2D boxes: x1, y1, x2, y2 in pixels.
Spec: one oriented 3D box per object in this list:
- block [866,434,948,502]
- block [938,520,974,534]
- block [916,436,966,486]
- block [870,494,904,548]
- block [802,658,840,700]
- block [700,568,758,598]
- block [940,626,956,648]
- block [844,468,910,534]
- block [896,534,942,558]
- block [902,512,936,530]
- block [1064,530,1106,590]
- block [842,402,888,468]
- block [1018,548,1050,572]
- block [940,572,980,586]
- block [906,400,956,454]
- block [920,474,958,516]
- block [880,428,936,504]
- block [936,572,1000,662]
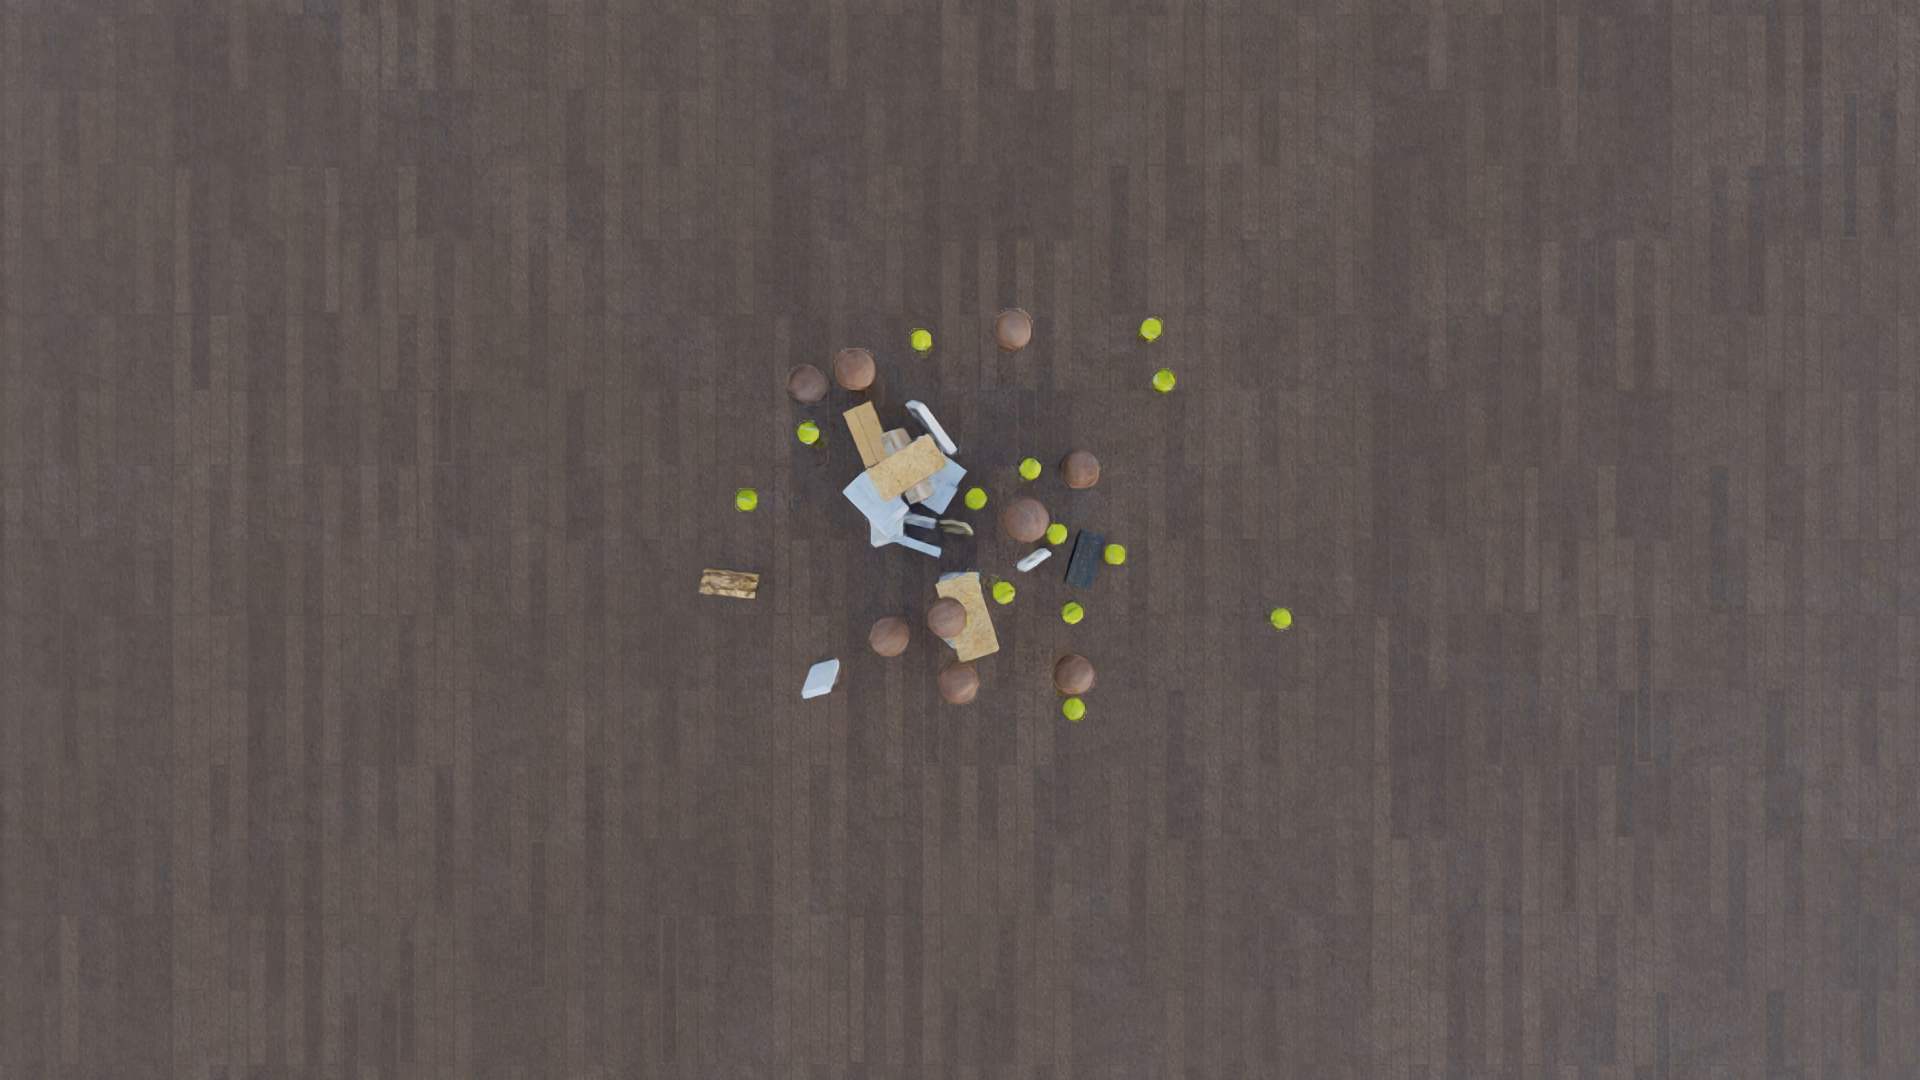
[{"bbox_3d":[-0.171,-0.230,5.300,0.235,0.033,0.117,-31,87,-1],"label":"block"},{"bbox_3d":[-0.013,-0.042,5.446,0.106,0.053,0.015,7,59,34],"label":"block"},{"bbox_3d":[-0.086,-0.247,5.486,0.198,0.028,0.099,36,90,0],"label":"block"},{"bbox_3d":[-0.243,-0.082,5.398,0.103,0.029,0.206,-18,53,18],"label":"block"},{"bbox_3d":[-0.455,0.455,5.403,0.090,0.181,0.026,-16,112,14],"label":"block"},{"bbox_3d":[-0.764,0.143,5.458,0.181,0.090,0.026,6,132,0],"label":"block"},{"bbox_3d":[0.018,0.311,5.360,0.130,0.260,0.037,-3,95,-9],"label":"block"},{"bbox_3d":[-0.276,-0.130,5.405,0.117,0.033,0.235,-44,49,-3],"label":"block"},{"bbox_3d":[-0.161,0.006,5.448,0.206,0.103,0.029,20,94,0],"label":"block"},{"bbox_3d":[-0.135,-0.064,5.473,0.106,0.053,0.015,14,65,0],"label":"block"},{"bbox_3d":[0.414,0.065,5.469,0.090,0.026,0.181,18,89,-13],"label":"block"},{"bbox_3d":[-0.303,-0.350,5.478,0.099,0.028,0.198,-23,90,10],"label":"block"},{"bbox_3d":[0.242,0.065,5.383,0.106,0.053,0.015,-35,113,-12],"label":"block"},{"bbox_3d":[0.000,0.140,5.368,0.130,0.260,0.037,-1,96,0],"label":"block"},{"bbox_3d":[-0.094,-0.370,5.411,0.028,0.099,0.198,-42,116,-11],"label":"block"},{"bbox_3d":[-0.121,-0.181,5.460,0.206,0.029,0.103,32,99,1],"label":"block"},{"bbox_3d":[-0.171,-0.242,5.379,0.033,0.117,0.244,-25,88,30],"label":"block"},{"bbox_3d":[0.024,0.244,5.209,0.130,0.037,0.260,-18,85,-4],"label":"block"}]
